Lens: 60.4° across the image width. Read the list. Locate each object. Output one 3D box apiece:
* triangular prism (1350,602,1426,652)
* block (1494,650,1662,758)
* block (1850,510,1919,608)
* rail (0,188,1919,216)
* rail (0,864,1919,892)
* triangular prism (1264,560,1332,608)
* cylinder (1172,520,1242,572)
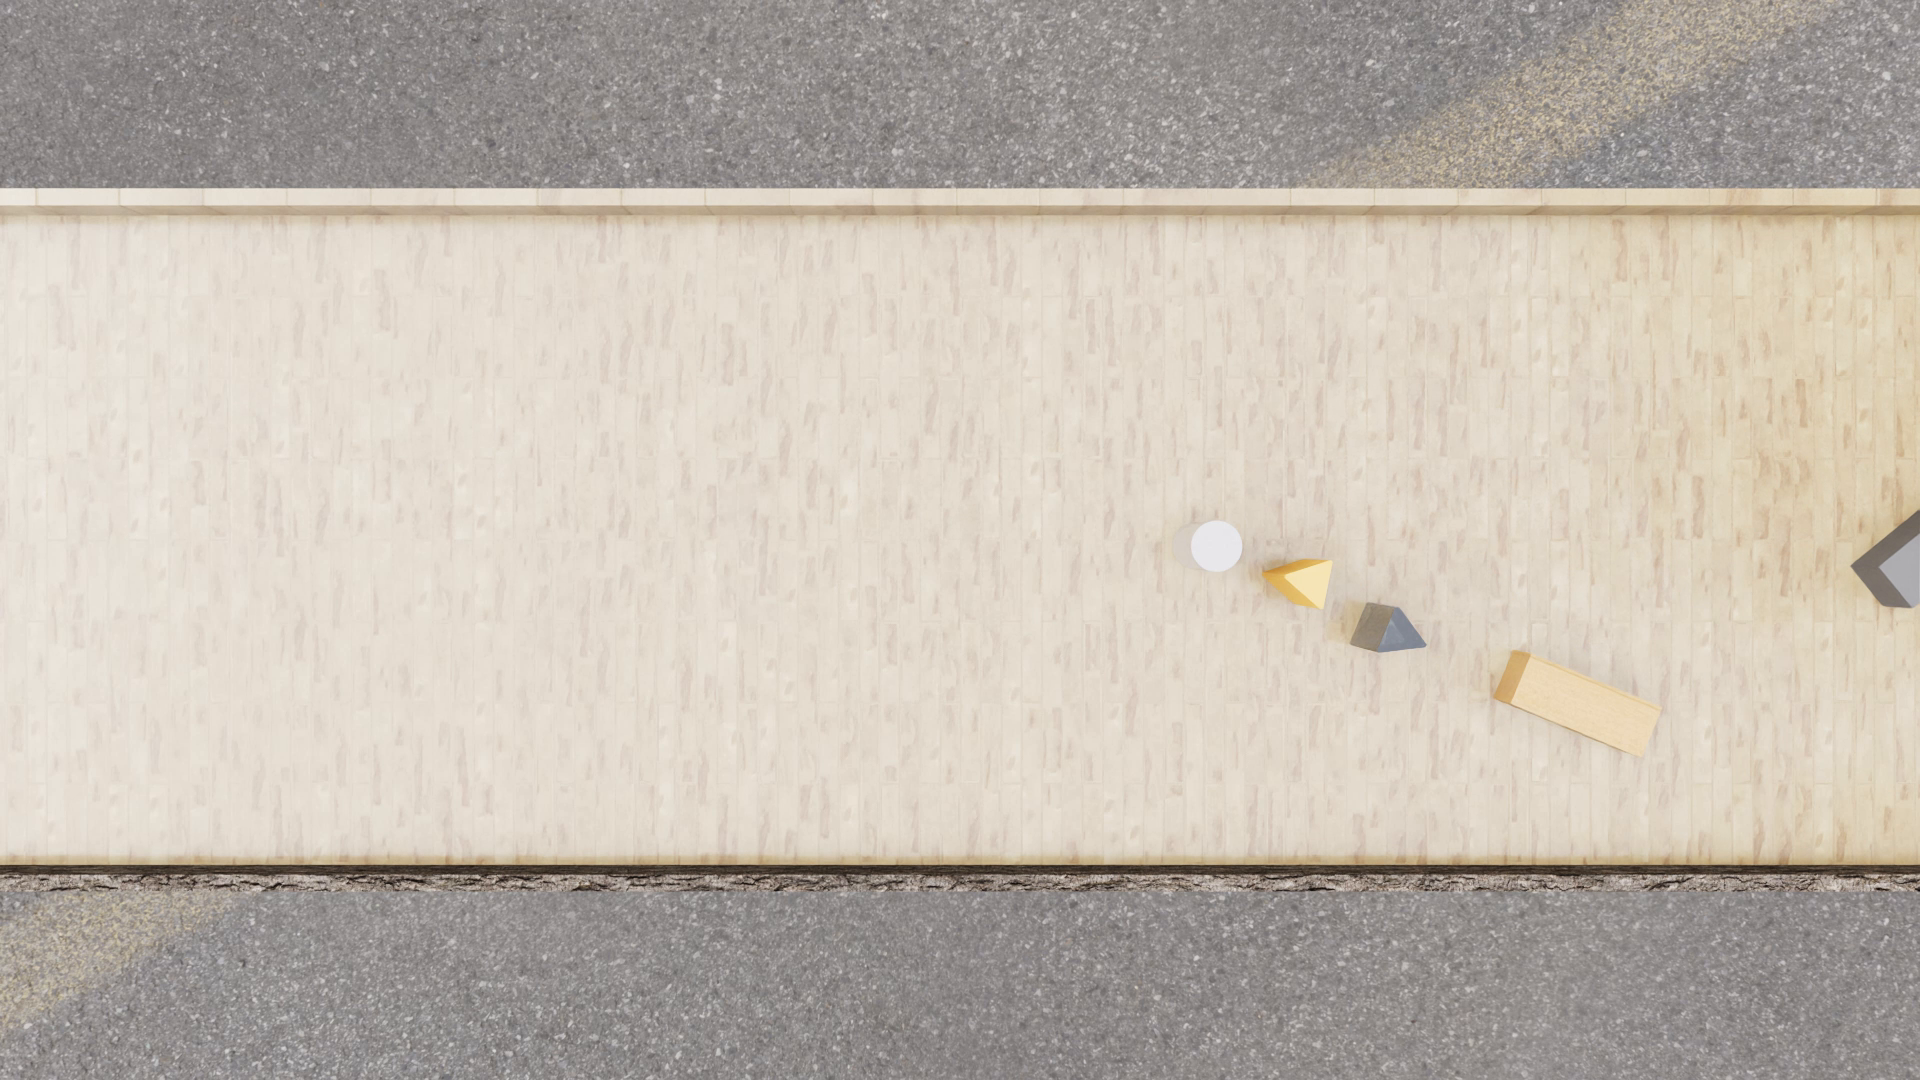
[{"bbox_3d":[1.263,0.252,4.907,0.141,0.338,0.123,-7,90,0],"label":"triangular prism"},{"bbox_3d":[1.867,0.493,4.995,0.422,0.162,0.162,23,90,0],"label":"block"},{"bbox_3d":[2.927,0.029,4.996,0.356,0.160,0.160,-39,90,0],"label":"block"},{"bbox_3d":[-2.247,-1.025,5.002,12.000,0.150,0.050,0,90,0],"label":"rail"},{"bbox_3d":[-2.247,1.025,5.001,12.000,0.150,0.050,0,90,0],"label":"rail"},{"bbox_3d":[1.023,0.105,4.898,0.141,0.358,0.122,42,90,0],"label":"triangular prism"},{"bbox_3d":[0.727,0.018,4.872,0.145,0.408,0.145,0,90,0],"label":"cylinder"}]
